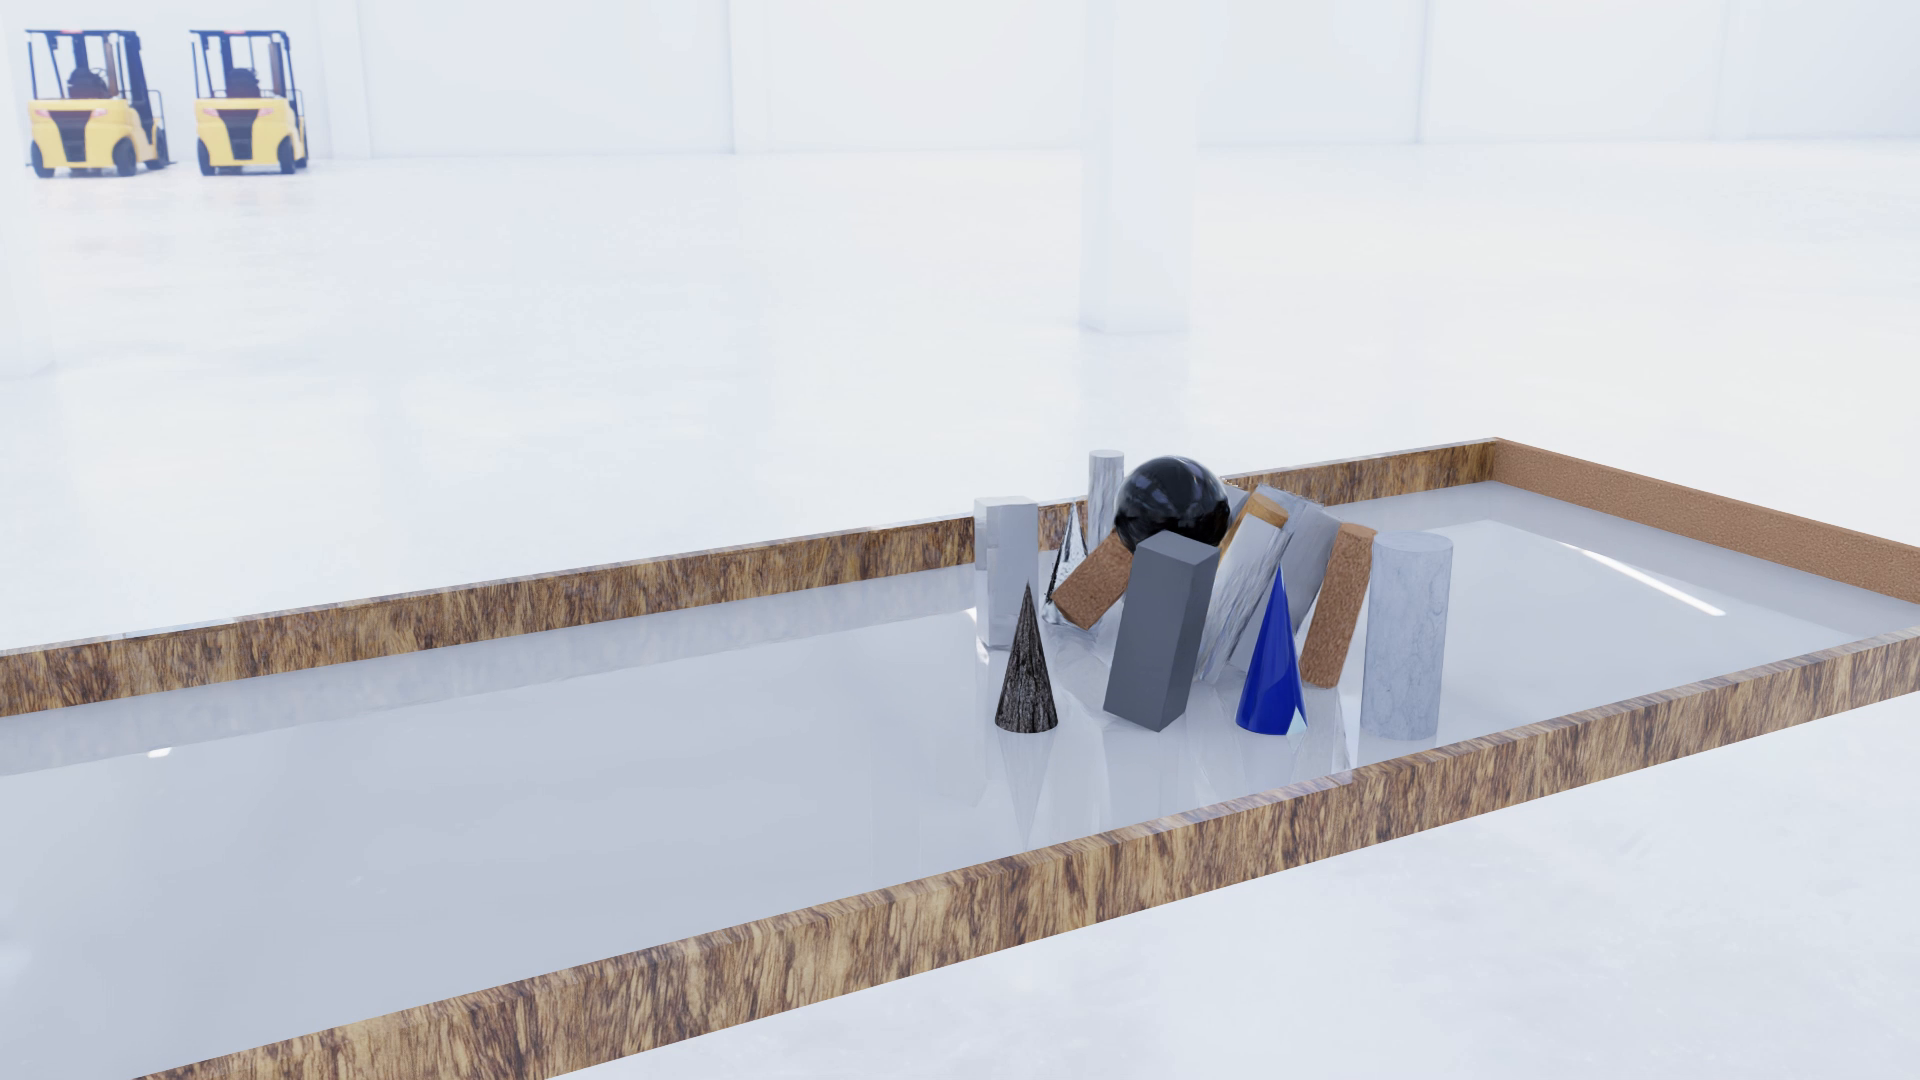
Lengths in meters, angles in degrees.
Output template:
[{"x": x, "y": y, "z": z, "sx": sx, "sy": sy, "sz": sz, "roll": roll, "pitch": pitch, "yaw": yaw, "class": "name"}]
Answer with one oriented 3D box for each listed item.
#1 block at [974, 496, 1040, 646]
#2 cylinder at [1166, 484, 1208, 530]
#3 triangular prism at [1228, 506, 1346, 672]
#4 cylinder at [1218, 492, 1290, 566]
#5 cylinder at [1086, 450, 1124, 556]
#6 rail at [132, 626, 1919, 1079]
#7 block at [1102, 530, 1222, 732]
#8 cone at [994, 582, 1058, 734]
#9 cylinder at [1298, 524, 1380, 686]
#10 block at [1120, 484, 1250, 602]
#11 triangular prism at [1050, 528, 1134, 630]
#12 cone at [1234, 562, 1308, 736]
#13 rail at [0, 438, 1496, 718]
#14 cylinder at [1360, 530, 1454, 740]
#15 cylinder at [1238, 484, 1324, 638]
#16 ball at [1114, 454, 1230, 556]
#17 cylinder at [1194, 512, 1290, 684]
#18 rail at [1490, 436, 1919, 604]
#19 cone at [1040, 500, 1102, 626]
[{"x": 0.124, "y": 0.079, "z": 4.400, "sx": 0.139, "sy": 0.374, "sz": 0.139, "roll": -4, "pitch": 11, "yaw": -13, "class": "block"}, {"x": 0.630, "y": 0.023, "z": 4.620, "sx": 0.113, "sy": 0.355, "sz": 0.113, "roll": 3, "pitch": 5, "yaw": 0, "class": "cylinder"}, {"x": 0.824, "y": 0.134, "z": 4.159, "sx": 0.121, "sy": 0.442, "sz": 0.104, "roll": 26, "pitch": 5, "yaw": 4, "class": "triangular prism"}, {"x": 0.686, "y": 0.090, "z": 4.265, "sx": 0.111, "sy": 0.438, "sz": 0.111, "roll": 27, "pitch": 19, "yaw": -10, "class": "cylinder"}, {"x": 0.425, "y": -0.058, "z": 4.836, "sx": 0.104, "sy": 0.403, "sz": 0.104, "roll": 0, "pitch": 16, "yaw": 0, "class": "cylinder"}, {"x": -2.336, "y": 1.006, "z": 1.665, "sx": 12.000, "sy": 0.150, "sz": 0.050, "roll": -9, "pitch": 18, "yaw": -27, "class": "rail"}, {"x": 0.469, "y": 0.211, "z": 3.847, "sx": 0.148, "sy": 0.425, "sz": 0.148, "roll": 21, "pitch": 24, "yaw": 27, "class": "block"}, {"x": 0.157, "y": 0.258, "z": 3.850, "sx": 0.150, "sy": 0.354, "sz": 0.150, "roll": 0, "pitch": 16, "yaw": 0, "class": "cone"}, {"x": 0.936, "y": 0.162, "z": 4.079, "sx": 0.105, "sy": 0.396, "sz": 0.105, "roll": 11, "pitch": 18, "yaw": -4, "class": "cylinder"}, {"x": 0.638, "y": 0.056, "z": 4.475, "sx": 0.424, "sy": 0.147, "sz": 0.147, "roll": -47, "pitch": 29, "yaw": -9, "class": "block"}, {"x": 0.387, "y": 0.078, "z": 4.472, "sx": 0.316, "sy": 0.117, "sz": 0.135, "roll": -46, "pitch": 24, "yaw": -7, "class": "triangular prism"}, {"x": 0.736, "y": 0.236, "z": 3.843, "sx": 0.173, "sy": 0.400, "sz": 0.173, "roll": 0, "pitch": 16, "yaw": 0, "class": "cone"}, {"x": -3.305, "y": 0.497, "z": 3.399, "sx": 12.000, "sy": 0.150, "sz": 0.050, "roll": -9, "pitch": 18, "yaw": -27, "class": "rail"}, {"x": 1.029, "y": 0.219, "z": 3.808, "sx": 0.176, "sy": 0.453, "sz": 0.176, "roll": 0, "pitch": 16, "yaw": 0, "class": "cylinder"}, {"x": 0.805, "y": 0.066, "z": 4.361, "sx": 0.180, "sy": 0.395, "sz": 0.180, "roll": 19, "pitch": 6, "yaw": -2, "class": "cylinder"}, {"x": 0.545, "y": -0.072, "z": 4.260, "sx": 0.297, "sy": 0.297, "sz": 0.297, "roll": 0, "pitch": 16, "yaw": 0, "class": "ball"}, {"x": 0.672, "y": 0.147, "z": 4.103, "sx": 0.122, "sy": 0.418, "sz": 0.122, "roll": 26, "pitch": 3, "yaw": -2, "class": "cylinder"}, {"x": 2.466, "y": -0.048, "z": 5.253, "sx": 0.050, "sy": 0.150, "sz": 2.100, "roll": -9, "pitch": 18, "yaw": -27, "class": "rail"}, {"x": 0.313, "y": 0.048, "z": 4.580, "sx": 0.174, "sy": 0.344, "sz": 0.174, "roll": 0, "pitch": 16, "yaw": 0, "class": "cone"}]
